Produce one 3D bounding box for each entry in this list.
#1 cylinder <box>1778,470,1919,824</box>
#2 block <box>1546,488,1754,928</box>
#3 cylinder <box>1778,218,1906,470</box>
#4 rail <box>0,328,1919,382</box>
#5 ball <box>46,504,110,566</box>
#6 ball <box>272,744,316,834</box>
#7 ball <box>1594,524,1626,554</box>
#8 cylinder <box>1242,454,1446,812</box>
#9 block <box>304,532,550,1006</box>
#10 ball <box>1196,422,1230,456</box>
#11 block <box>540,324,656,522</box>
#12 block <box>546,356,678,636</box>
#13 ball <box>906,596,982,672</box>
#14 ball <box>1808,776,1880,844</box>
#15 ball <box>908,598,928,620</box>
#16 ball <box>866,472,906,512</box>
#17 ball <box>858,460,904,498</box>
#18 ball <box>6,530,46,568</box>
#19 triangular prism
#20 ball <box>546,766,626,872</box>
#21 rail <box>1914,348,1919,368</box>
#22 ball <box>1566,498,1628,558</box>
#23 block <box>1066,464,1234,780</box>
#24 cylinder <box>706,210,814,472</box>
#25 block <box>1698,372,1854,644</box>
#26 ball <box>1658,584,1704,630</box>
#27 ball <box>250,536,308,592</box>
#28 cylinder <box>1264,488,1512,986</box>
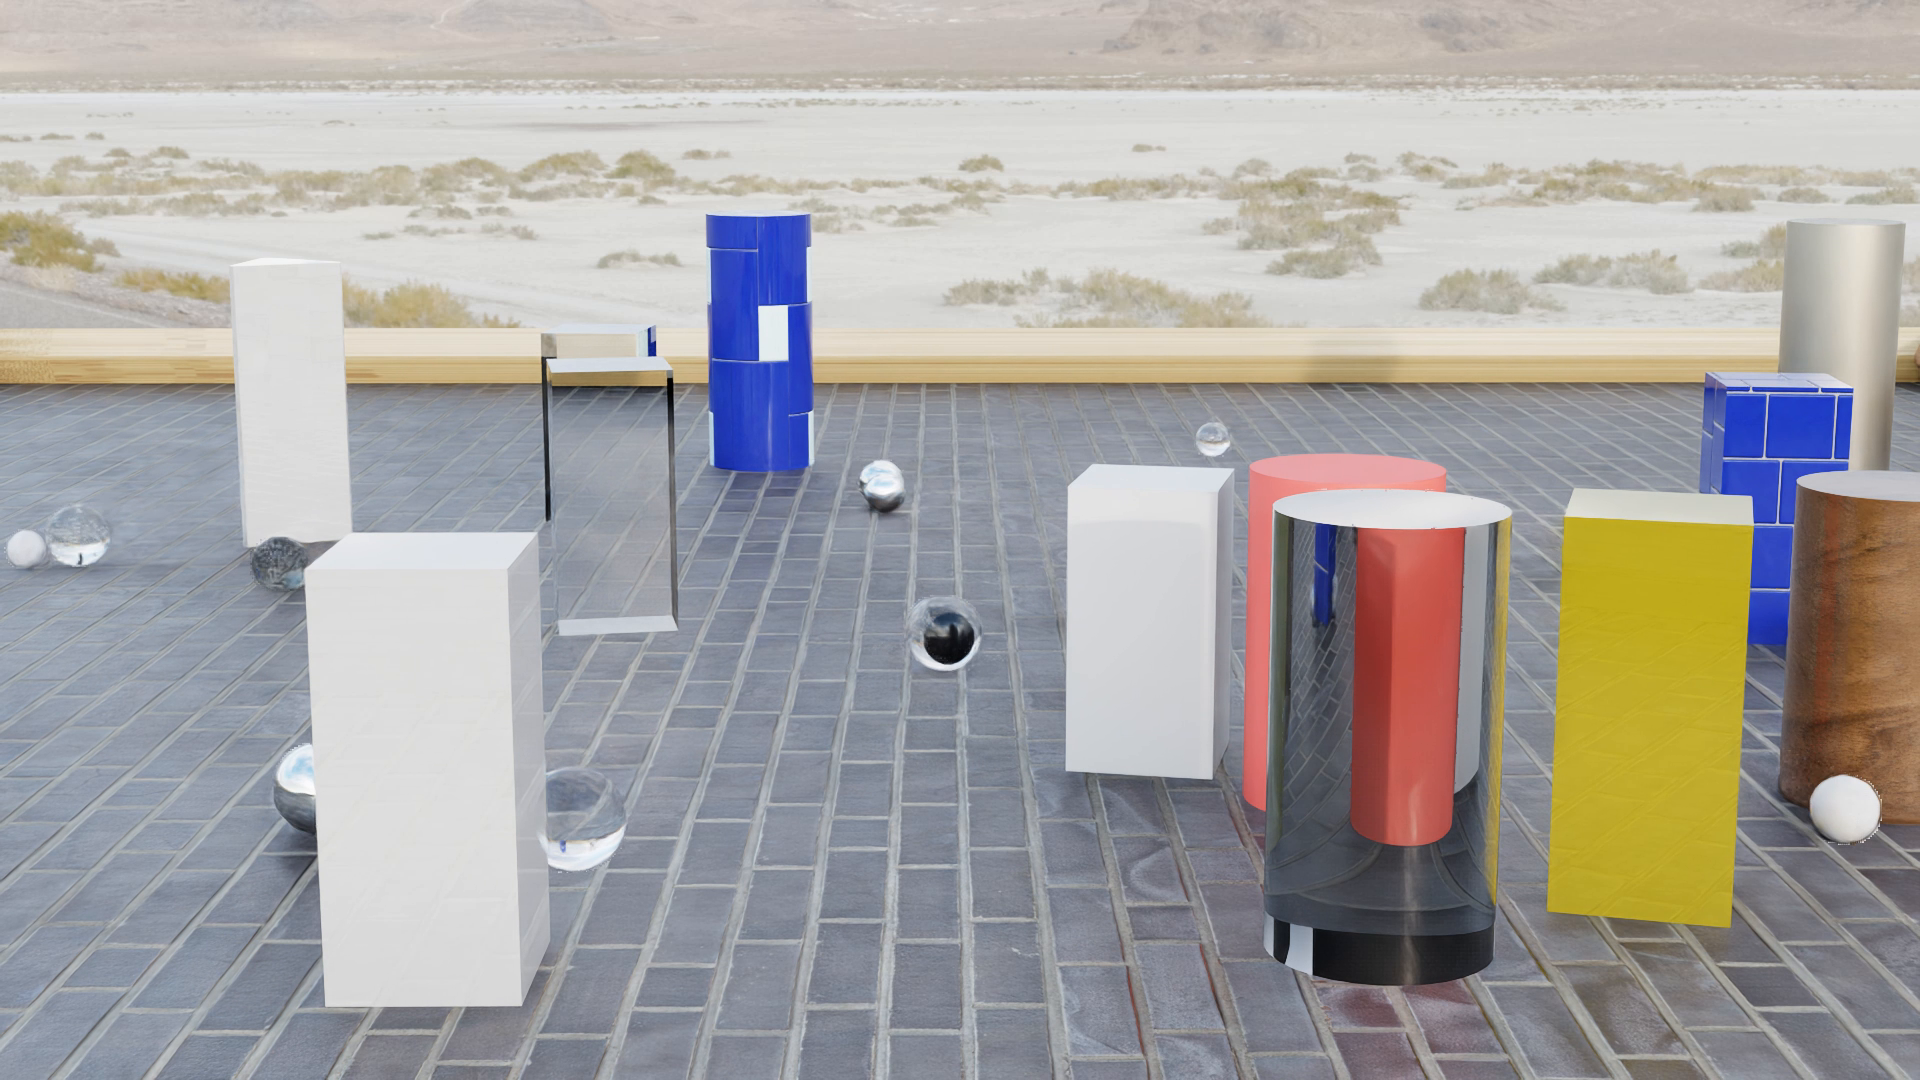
[{"bbox_3d":[0.922,0.102,2.549,0.192,0.317,0.192,0,11,0],"label":"cylinder"},{"bbox_3d":[0.605,0.142,2.250,0.153,0.349,0.153,3,11,16],"label":"block"},{"bbox_3d":[1.499,-0.312,4.383,0.192,0.461,0.192,0,11,0],"label":"cylinder"},{"bbox_3d":[-0.014,-0.421,5.883,4.490,0.124,0.045,0,11,0],"label":"rail"},{"bbox_3d":[-1.291,-0.006,3.755,0.090,0.090,0.090,0,11,0],"label":"ball"},{"bbox_3d":[-0.612,0.237,2.452,0.087,0.087,0.087,0,11,0],"label":"ball"},{"bbox_3d":[0.974,-0.002,3.846,0.047,0.047,0.047,0,11,0],"label":"ball"},{"bbox_3d":[0.381,0.094,2.550,0.192,0.334,0.192,0,11,0],"label":"cylinder"},{"bbox_3d":[-0.420,0.179,2.050,0.153,0.349,0.153,0,11,-1],"label":"block"},{"bbox_3d":[0.473,-0.189,4.803,0.066,0.066,0.066,0,11,0],"label":"ball"},{"bbox_3d":[-0.581,-0.191,4.159,0.153,0.305,0.153,1,11,5],"label":"block"},{"bbox_3d":[-0.456,-0.061,3.363,0.153,0.341,0.153,-2,11,-11],"label":"block"},{"bbox_3d":[-0.019,0.113,3.109,0.091,0.091,0.091,0,11,0],"label":"ball"},{"bbox_3d":[0.836,0.254,2.426,0.064,0.064,0.064,0,11,0],"label":"ball"},{"bbox_3d":[-0.033,0.105,3.225,0.065,0.065,0.065,0,11,0],"label":"ball"},{"bbox_3d":[-0.123,-0.078,4.206,0.066,0.066,0.066,0,11,0],"label":"ball"},{"bbox_3d":[-0.131,-0.096,4.278,0.075,0.075,0.075,0,11,0],"label":"ball"},{"bbox_3d":[-1.362,0.014,3.743,0.055,0.055,0.055,0,11,0],"label":"ball"},{"bbox_3d":[-1.049,-0.218,3.970,0.166,0.427,0.144,-5,12,-27],"label":"triangular prism"},{"bbox_3d":[-0.352,0.254,2.340,0.096,0.096,0.096,0,11,0],"label":"ball"},{"bbox_3d":[2.221,0.030,3.462,0.045,0.124,4.999,0,11,0],"label":"rail"},{"bbox_3d":[0.940,-0.017,3.789,0.088,0.088,0.088,0,11,0],"label":"ball"},{"bbox_3d":[0.201,0.082,2.704,0.153,0.300,0.153,2,11,12],"label":"block"},{"bbox_3d":[-0.365,-0.366,4.684,0.192,0.458,0.192,0,11,0],"label":"cylinder"},{"bbox_3d":[1.042,-0.043,3.299,0.153,0.328,0.153,1,11,6],"label":"block"},{"bbox_3d":[0.938,0.087,3.341,0.058,0.058,0.058,0,11,0],"label":"ball"},{"bbox_3d":[-0.949,0.033,3.580,0.077,0.077,0.077,0,11,0],"label":"ball"},{"bbox_3d":[0.349,0.157,2.111,0.192,0.371,0.192,0,11,0],"label":"cylinder"}]
